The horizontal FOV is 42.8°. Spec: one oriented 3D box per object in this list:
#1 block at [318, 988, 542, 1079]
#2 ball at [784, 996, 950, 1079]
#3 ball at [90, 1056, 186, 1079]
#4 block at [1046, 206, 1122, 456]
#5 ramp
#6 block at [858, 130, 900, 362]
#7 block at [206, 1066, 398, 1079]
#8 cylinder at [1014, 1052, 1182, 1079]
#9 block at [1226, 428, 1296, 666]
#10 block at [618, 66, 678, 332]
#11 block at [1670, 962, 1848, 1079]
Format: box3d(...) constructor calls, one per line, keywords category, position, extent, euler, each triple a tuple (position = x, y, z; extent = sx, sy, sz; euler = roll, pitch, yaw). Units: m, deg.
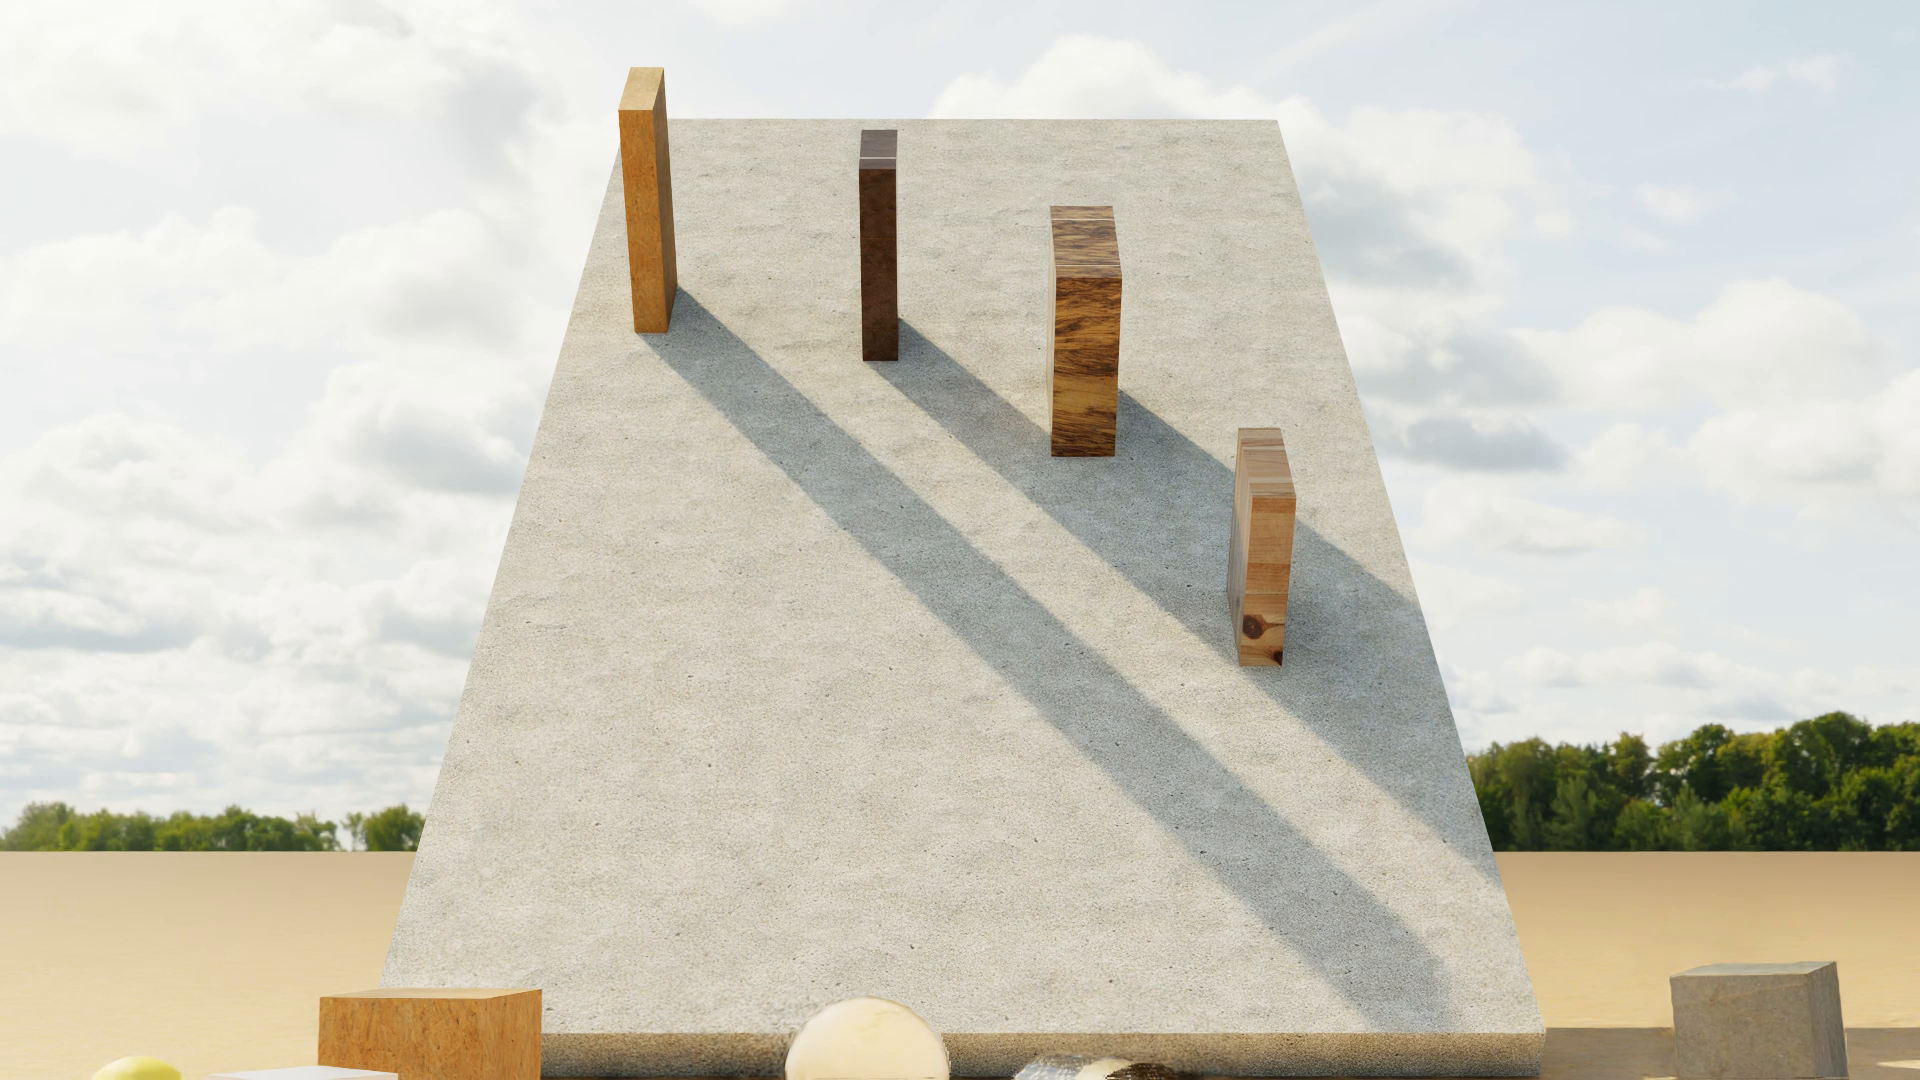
box3d(category="block", position=(-0.659, 0.671, 3.053), extent=(0.210, 0.210, 0.210), euler=(-1, -7, 10))
box3d(category="ball", position=(-0.115, 0.670, 3.037), extent=(0.207, 0.207, 0.207), euler=(0, -7, 0))
box3d(category="ball", position=(-0.990, 0.692, 2.941), extent=(0.141, 0.141, 0.141), euler=(0, -7, 0))
box3d(category="block", position=(0.291, -0.498, 5.825), extent=(0.150, 0.468, 0.390), euler=(0, 32, 0))
box3d(category="ramp", position=(-0.015, -0.188, 5.863), extent=(2.000, 0.100, 4.000), euler=(0, 32, 0))
box3d(category="block", position=(-0.201, -0.739, 6.152), extent=(0.090, 0.523, 0.245), euler=(0, 32, 0))
box3d(category="block", position=(-0.717, 0.654, 2.661), extent=(0.146, 0.146, 0.146), euler=(-6, -9, 41))
box3d(category="cylinder", position=(0.152, 0.645, 2.657), extent=(0.164, 0.164, 0.164), euler=(4, -8, -29))
box3d(category="block", position=(0.621, 0.014, 5.071), extent=(0.087, 0.406, 0.282), euler=(0, 32, 0))
box3d(category="block", position=(-0.796, -0.869, 6.271), extent=(0.085, 0.612, 0.284), euler=(0, 32, 0))
box3d(category="block", position=(1.206, 0.746, 3.687), extent=(0.199, 0.199, 0.199), euler=(-8, -7, 31))
